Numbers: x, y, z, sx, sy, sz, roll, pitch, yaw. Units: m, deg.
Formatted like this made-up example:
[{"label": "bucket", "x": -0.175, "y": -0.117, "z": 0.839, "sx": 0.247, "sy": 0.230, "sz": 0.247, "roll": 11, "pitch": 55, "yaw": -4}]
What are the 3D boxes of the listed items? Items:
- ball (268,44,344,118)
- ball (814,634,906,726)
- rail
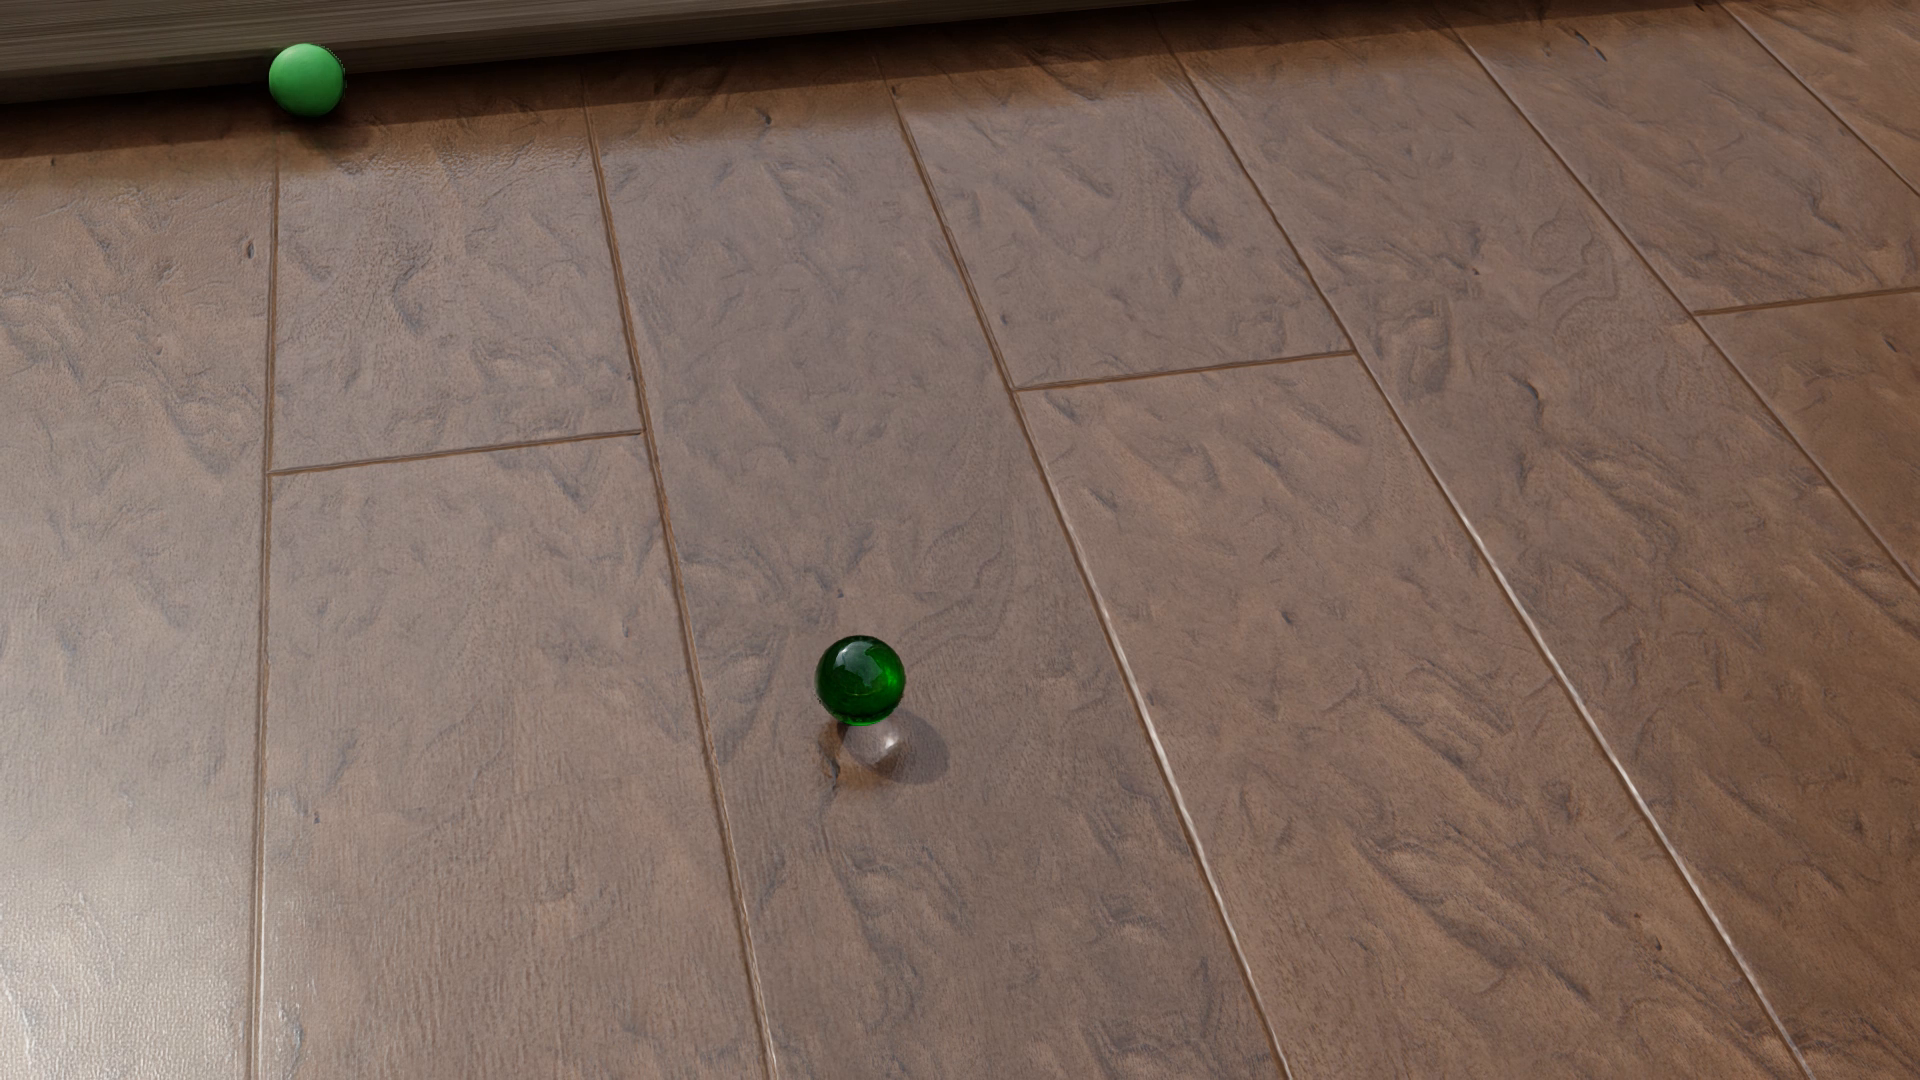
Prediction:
[{"label": "ball", "x": -0.530, "y": -0.372, "z": 2.080, "sx": 0.060, "sy": 0.060, "sz": 0.060, "roll": 0, "pitch": 36, "yaw": 0}, {"label": "ball", "x": -0.057, "y": 0.080, "z": 1.470, "sx": 0.052, "sy": 0.052, "sz": 0.052, "roll": 0, "pitch": 36, "yaw": 0}, {"label": "rail", "x": 0.606, "y": -0.551, "z": 2.297, "sx": 3.103, "sy": 0.091, "sz": 0.045, "roll": -7, "pitch": 37, "yaw": -9}]
